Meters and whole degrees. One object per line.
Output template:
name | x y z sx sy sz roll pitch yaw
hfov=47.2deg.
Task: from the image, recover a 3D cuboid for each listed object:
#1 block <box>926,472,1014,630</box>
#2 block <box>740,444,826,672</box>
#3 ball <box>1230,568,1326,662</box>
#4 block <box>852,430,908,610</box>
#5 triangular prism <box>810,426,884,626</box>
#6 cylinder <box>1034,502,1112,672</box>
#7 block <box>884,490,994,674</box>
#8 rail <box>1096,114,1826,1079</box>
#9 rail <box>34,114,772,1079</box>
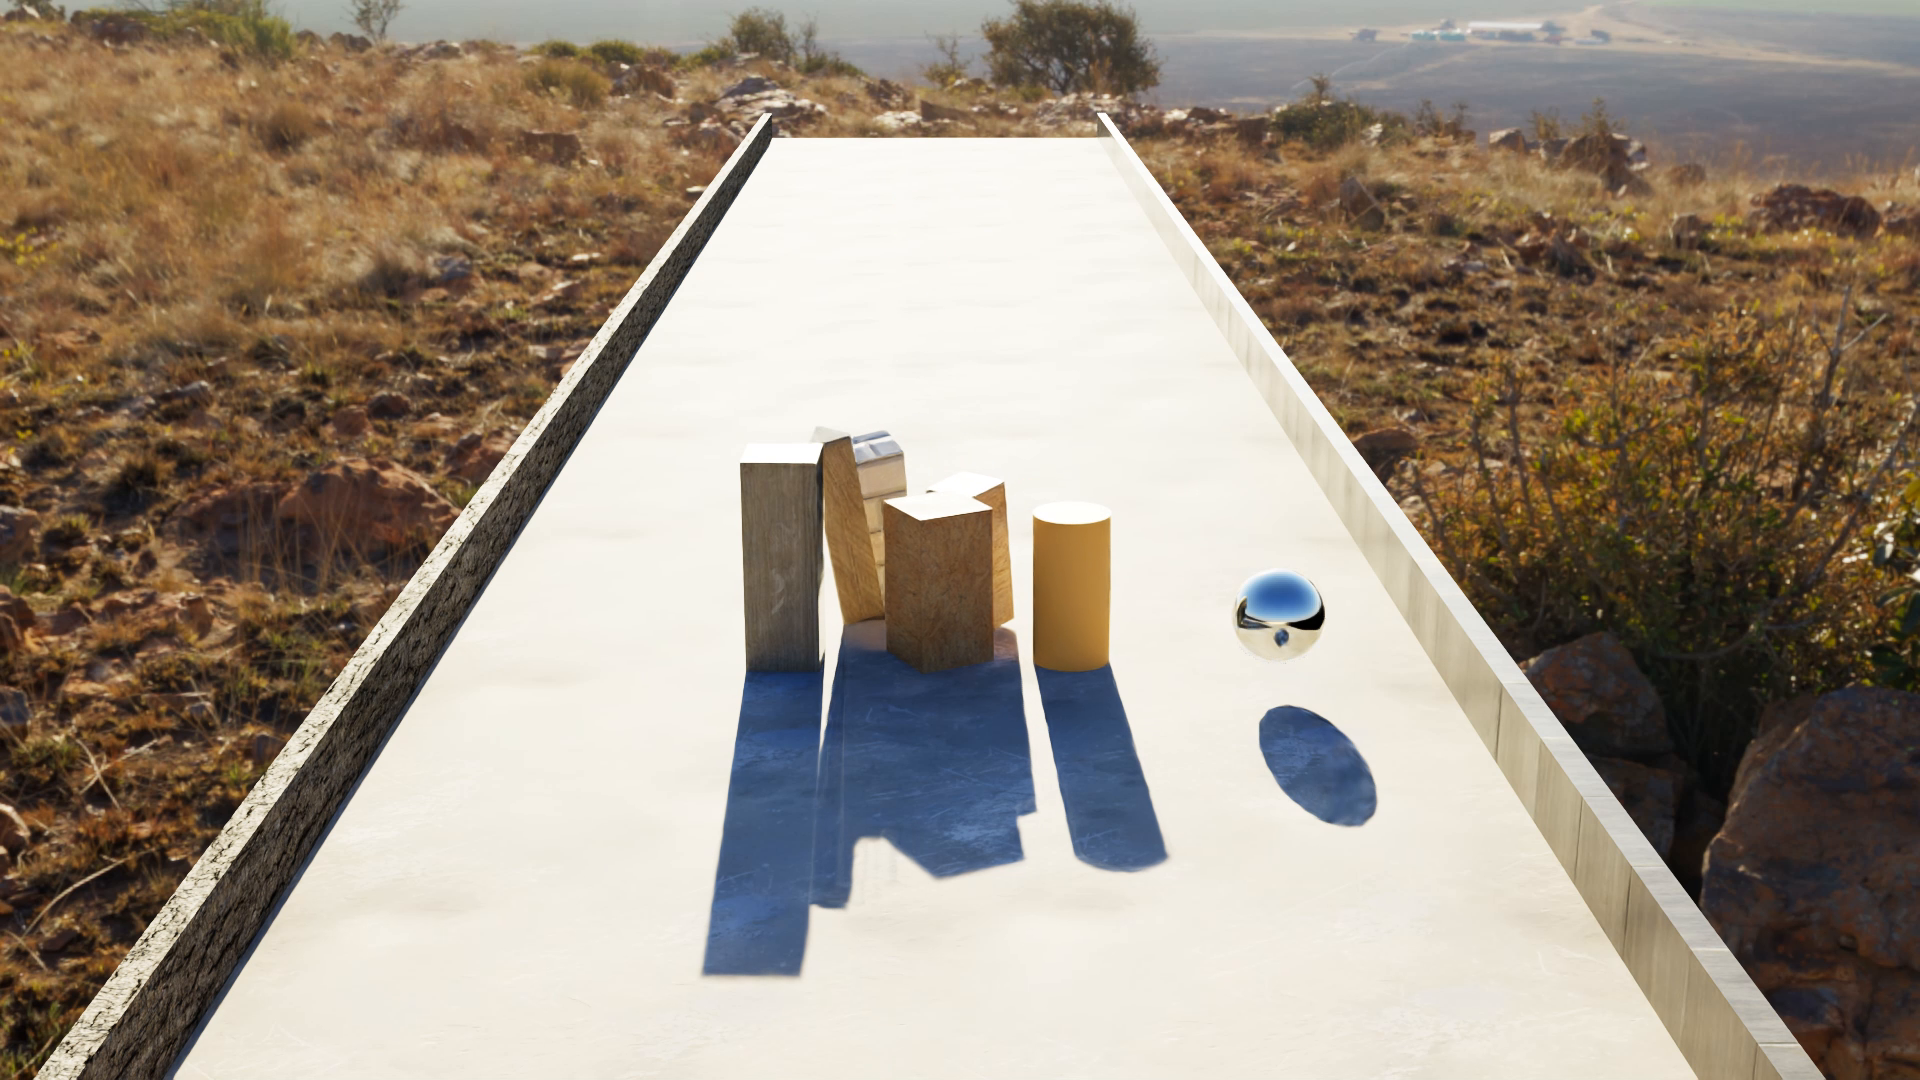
block | 0.023 0.029 4.567 0.116 0.308 0.116 14 28 39
block | -0.349 0.034 4.362 0.147 0.427 0.147 0 17 1
ball | 0.615 0.145 4.256 0.182 0.182 0.182 0 17 0
block | -0.176 -0.037 4.658 0.111 0.368 0.111 -14 32 -16
triangular prism | -0.246 -0.034 4.566 0.092 0.425 0.079 -18 30 -14
cylinder | 0.222 0.092 4.374 0.154 0.307 0.154 0 17 0
block | -0.043 0.081 4.396 0.161 0.316 0.161 -9 19 -27
rail | 0.932 -0.844 7.801 0.050 0.150 12.000 0 17 -1
rail | -1.118 -0.838 7.780 0.050 0.150 12.000 0 17 -1
